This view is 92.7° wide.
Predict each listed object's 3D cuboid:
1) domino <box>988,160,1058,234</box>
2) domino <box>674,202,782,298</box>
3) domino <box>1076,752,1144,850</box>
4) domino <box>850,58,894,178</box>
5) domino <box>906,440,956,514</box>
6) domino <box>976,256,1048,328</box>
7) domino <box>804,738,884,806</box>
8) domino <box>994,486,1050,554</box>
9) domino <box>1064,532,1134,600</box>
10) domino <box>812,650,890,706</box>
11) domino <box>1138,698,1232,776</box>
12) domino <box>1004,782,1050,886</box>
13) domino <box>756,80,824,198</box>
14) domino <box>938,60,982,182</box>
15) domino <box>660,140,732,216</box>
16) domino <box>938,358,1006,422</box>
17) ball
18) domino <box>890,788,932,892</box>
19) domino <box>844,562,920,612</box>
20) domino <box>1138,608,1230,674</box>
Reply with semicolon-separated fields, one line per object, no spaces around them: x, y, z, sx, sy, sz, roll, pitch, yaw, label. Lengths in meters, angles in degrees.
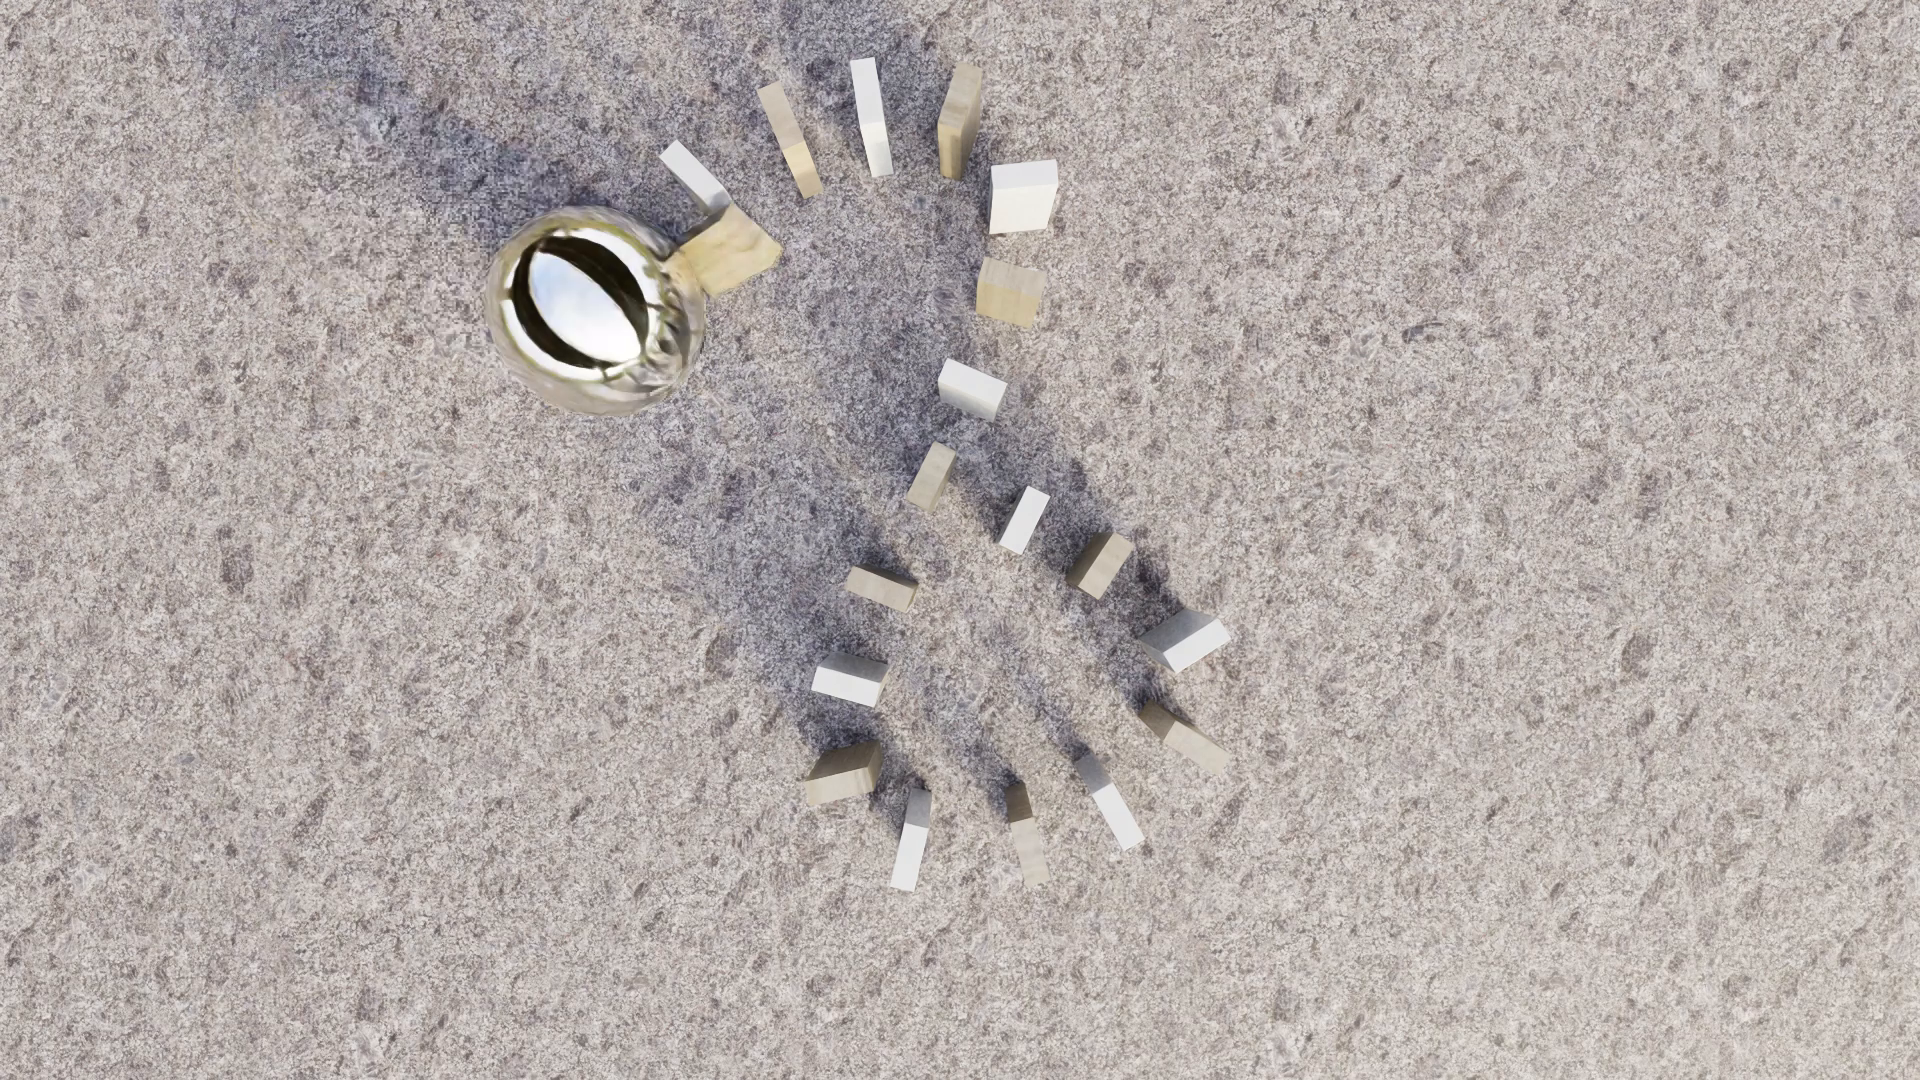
0.025;-0.140;0.375;0.025;0.050;0.009;-6;90;0;domino
-0.097;-0.117;0.373;0.025;0.050;0.010;39;63;-33;domino
0.060;0.106;0.375;0.010;0.050;0.025;-30;90;0;domino
-0.036;-0.171;0.375;0.010;0.050;0.025;-9;90;0;domino
-0.011;-0.025;0.375;0.009;0.050;0.025;27;90;0;domino
0.020;-0.100;0.375;0.025;0.050;0.010;16;90;0;domino
-0.046;0.094;0.375;0.025;0.050;0.010;-13;90;0;domino
0.025;-0.008;0.375;0.009;0.050;0.025;26;90;0;domino
0.056;0.010;0.375;0.010;0.050;0.025;34;90;0;domino
-0.044;0.056;0.375;0.025;0.050;0.010;15;90;0;domino
0.091;0.080;0.375;0.025;0.050;0.010;32;90;0;domino
0.027;0.119;0.375;0.010;0.050;0.025;-15;90;0;domino
-0.069;-0.162;0.375;0.009;0.050;0.025;-23;90;0;domino
0.000;-0.170;0.375;0.010;0.050;0.025;19;90;0;domino
-0.103;-0.141;0.375;0.010;0.050;0.025;-45;90;0;domino
0.005;-0.060;0.375;0.025;0.050;0.010;23;90;0;domino
-0.142;-0.089;0.360;0.080;0.080;0.080;0;90;0;ball
-0.019;0.121;0.375;0.010;0.050;0.025;13;90;0;domino
-0.031;0.019;0.375;0.025;0.050;0.009;22;90;0;domino
0.091;0.040;0.375;0.025;0.050;0.009;-33;90;0;domino
